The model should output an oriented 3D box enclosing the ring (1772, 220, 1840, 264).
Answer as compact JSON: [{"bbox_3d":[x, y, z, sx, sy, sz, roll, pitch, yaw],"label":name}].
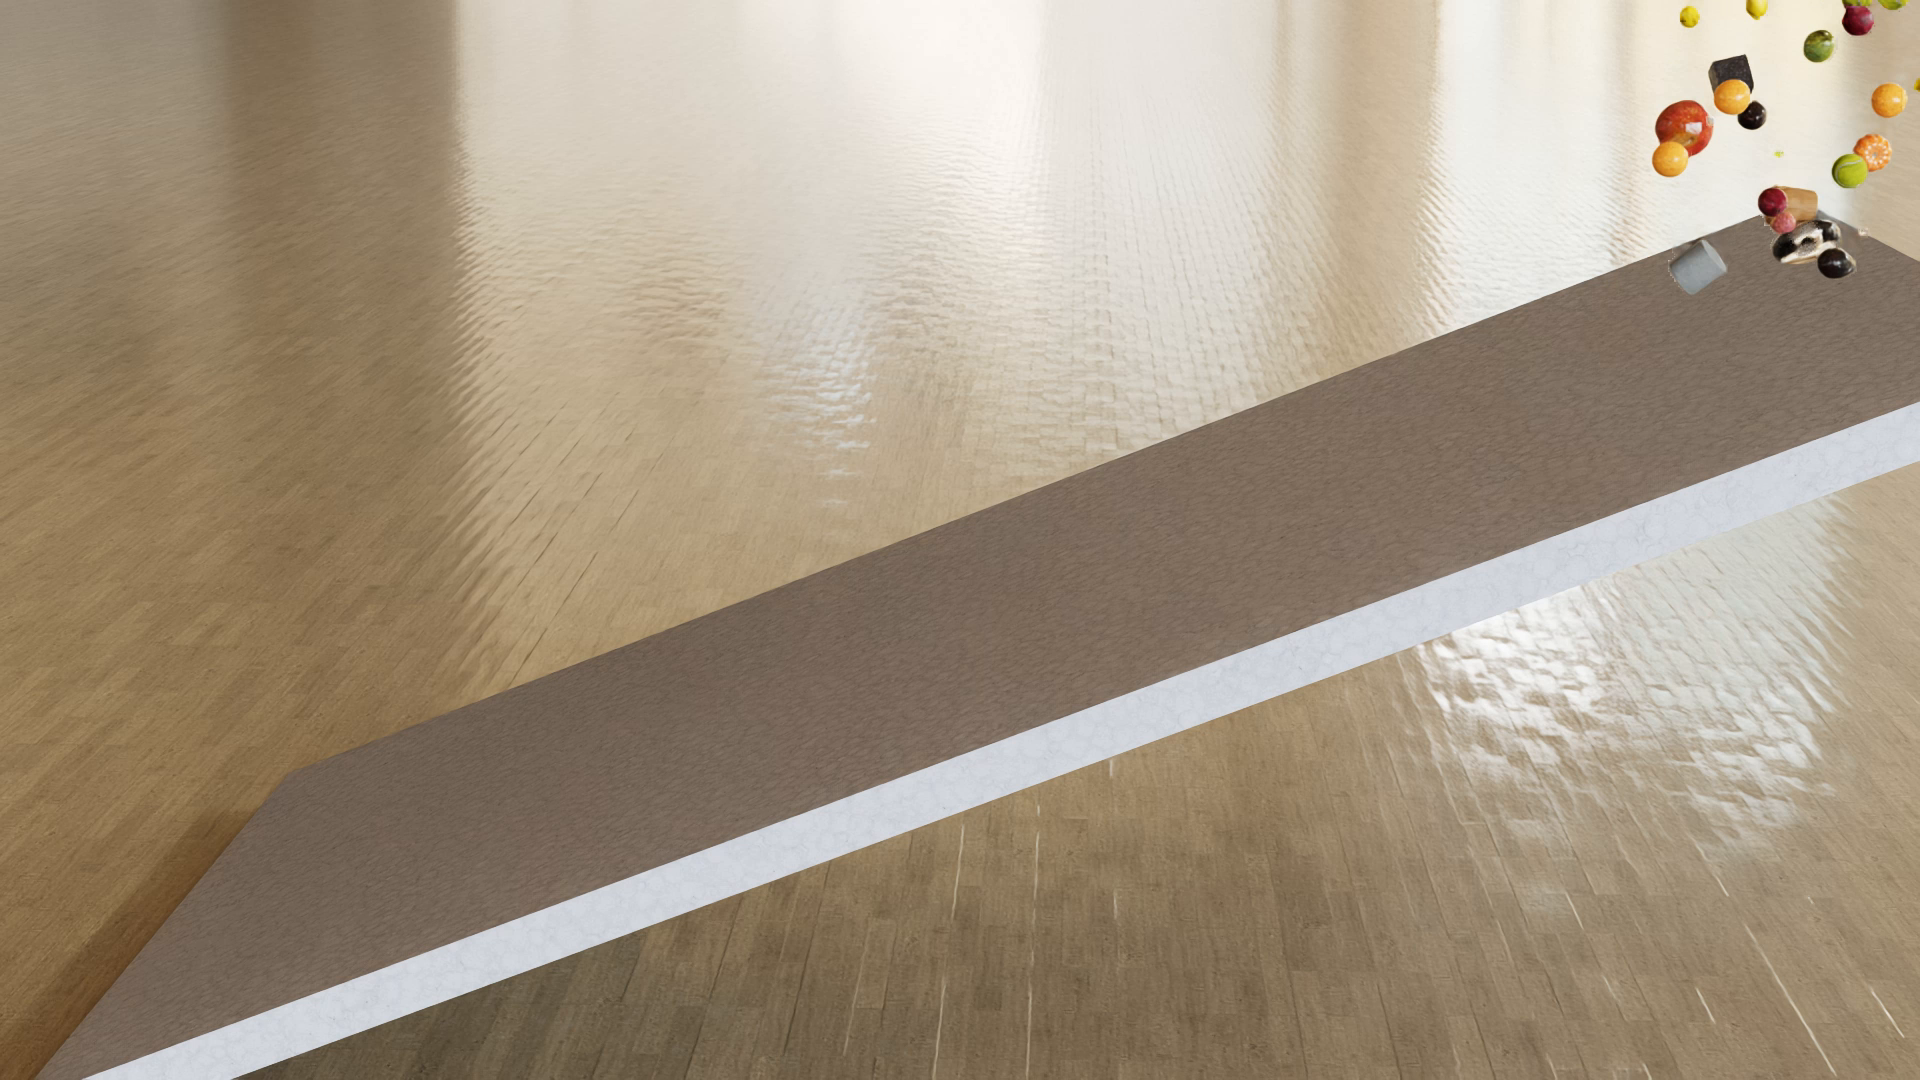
[{"bbox_3d":[1.774,-0.624,6.166,0.143,0.048,0.143,-10,-22,-4],"label":"ring"}]

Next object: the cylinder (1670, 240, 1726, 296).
[{"bbox_3d":[1.455,-0.537,5.799,0.078,0.078,0.078,-38,-4,26],"label":"cylinder"}]

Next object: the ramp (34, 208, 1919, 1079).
[{"bbox_3d":[0.123,0.174,6.291,4.000,0.100,2.000,-21,12,7],"label":"ramp"}]

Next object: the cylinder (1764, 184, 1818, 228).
[{"bbox_3d":[1.746,-0.699,6.177,0.084,0.084,0.084,8,14,-1],"label":"cylinder"}]

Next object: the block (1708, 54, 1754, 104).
[{"bbox_3d":[1.573,-0.941,6.002,0.069,0.069,0.069,-12,-11,4],"label":"block"}]
